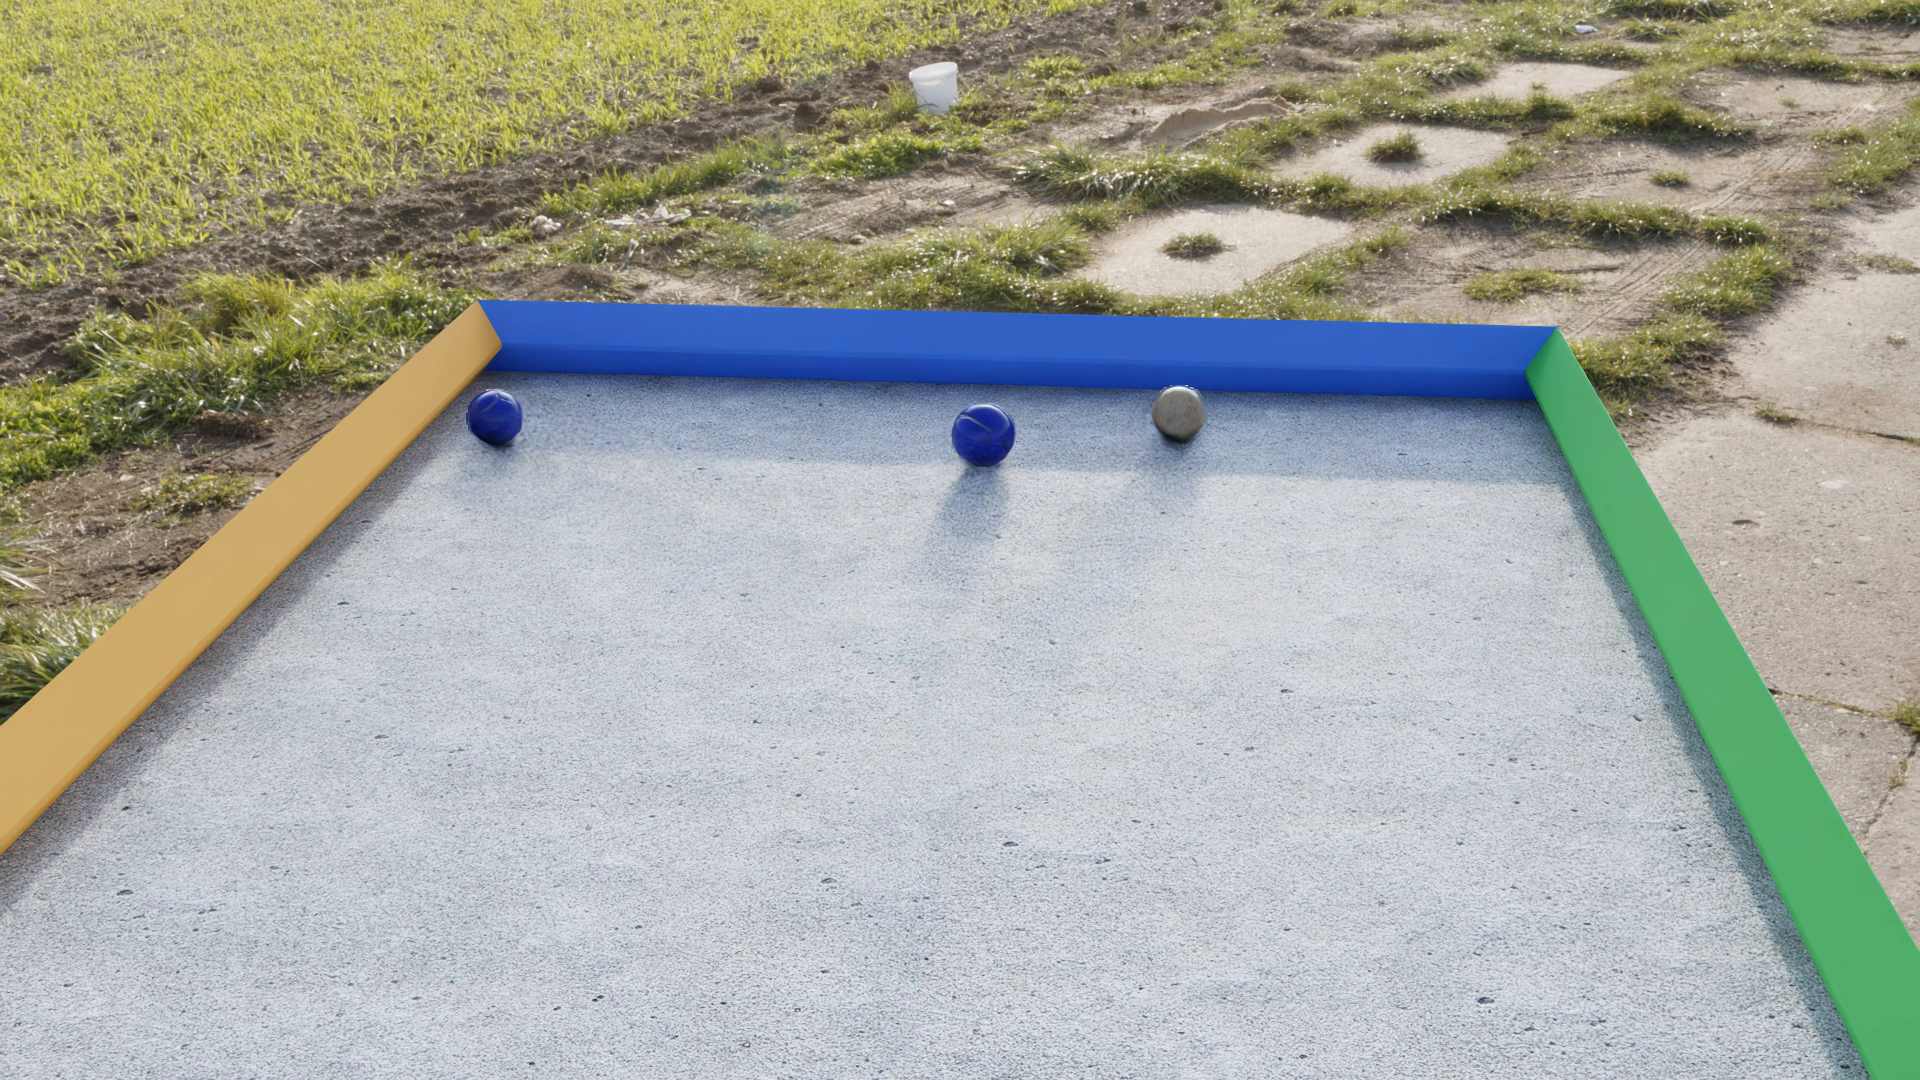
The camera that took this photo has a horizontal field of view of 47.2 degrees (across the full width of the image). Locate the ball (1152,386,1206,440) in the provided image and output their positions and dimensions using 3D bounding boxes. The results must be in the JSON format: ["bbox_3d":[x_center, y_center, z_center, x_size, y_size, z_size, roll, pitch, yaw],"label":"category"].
[{"bbox_3d":[0.275,-0.159,2.763,0.068,0.068,0.068,0,22,0],"label":"ball"}]

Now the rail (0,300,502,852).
[{"bbox_3d":[-0.763,0.208,1.788,0.045,0.100,2.680,2,22,5],"label":"rail"}]

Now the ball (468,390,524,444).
[{"bbox_3d":[-0.580,-0.153,2.747,0.068,0.068,0.068,0,22,0],"label":"ball"}]

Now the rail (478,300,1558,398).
[{"bbox_3d":[0.059,-0.250,2.947,1.456,0.100,0.045,2,22,5],"label":"rail"}]

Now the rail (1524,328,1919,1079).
[{"bbox_3d":[0.640,0.255,1.668,0.045,0.100,2.680,2,22,5],"label":"rail"}]

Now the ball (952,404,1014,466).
[{"bbox_3d":[0.028,-0.127,2.670,0.077,0.077,0.077,0,22,0],"label":"ball"}]
